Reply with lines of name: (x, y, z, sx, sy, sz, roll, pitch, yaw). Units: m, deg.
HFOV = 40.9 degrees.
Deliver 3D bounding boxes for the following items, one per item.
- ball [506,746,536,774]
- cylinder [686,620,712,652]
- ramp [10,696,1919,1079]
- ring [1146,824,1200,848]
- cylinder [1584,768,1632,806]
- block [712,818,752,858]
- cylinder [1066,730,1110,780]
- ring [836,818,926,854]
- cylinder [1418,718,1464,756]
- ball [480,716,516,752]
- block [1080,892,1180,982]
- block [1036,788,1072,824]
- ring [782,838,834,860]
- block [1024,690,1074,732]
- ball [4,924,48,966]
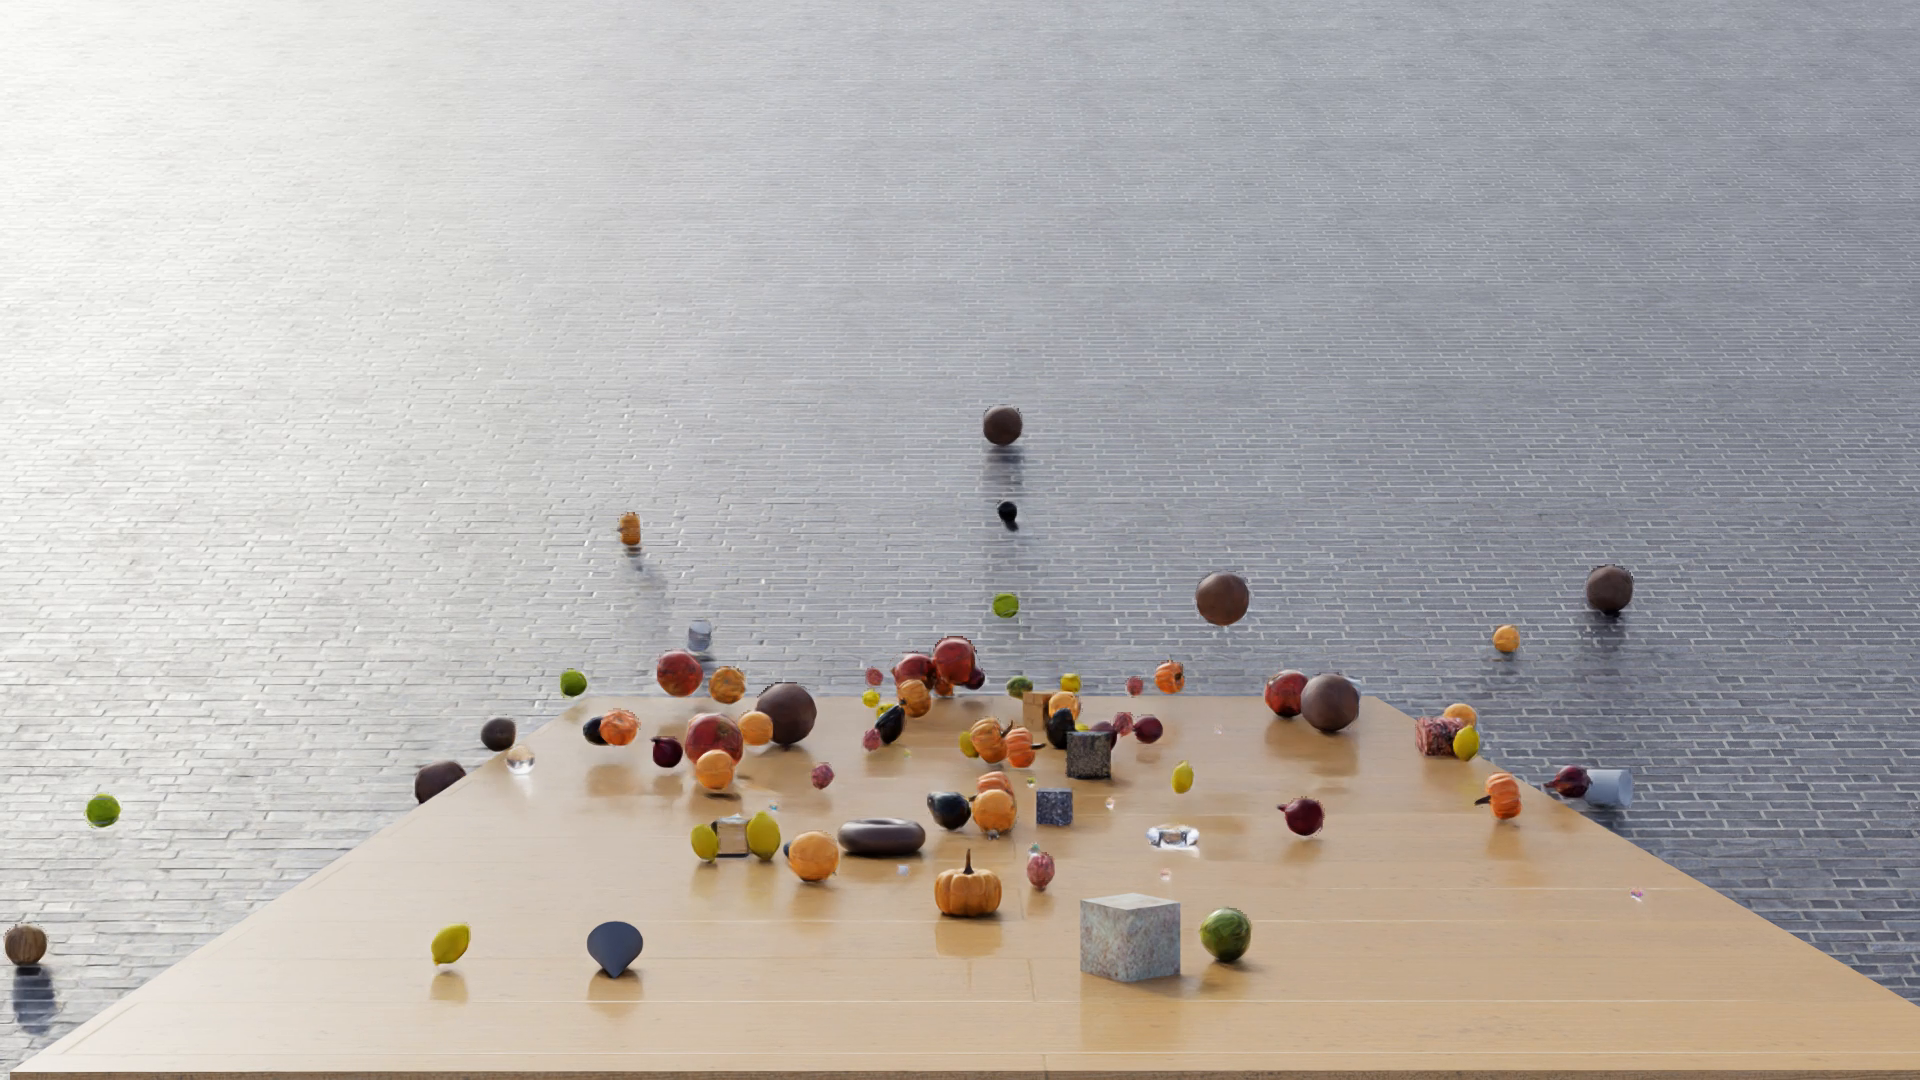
ball: (-0.842, 0.422, 4.937, 0.056, 0.056, 0.056, 0, 25, 0)
cylinder: (-0.705, 0.260, 6.971, 0.060, 0.060, 0.060, 10, 32, -6)
ramp: (0.057, 0.512, 4.553, 2.000, 0.100, 4.000, 0, 2, 0)
ring: (0.334, 0.464, 4.042, 0.083, 0.028, 0.083, 0, 3, 0)
cylinder: (1.561, 0.595, 6.205, 0.087, 0.087, 0.087, -3, 18, 38)
block: (-0.349, 0.455, 3.940, 0.052, 0.052, 0.052, 0, 2, 7)
cylinder: (0.244, 0.409, 4.906, 0.083, 0.083, 0.083, 0, 2, 0)
ring: (-0.122, 0.457, 3.983, 0.137, 0.046, 0.137, 1, 1, 0)
cylinder: (0.976, 0.400, 5.231, 0.077, 0.077, 0.077, 0, 25, -5)
ball: (-0.971, 0.407, 5.420, 0.075, 0.075, 0.075, 0, 25, 0)
block: (0.201, 0.468, 3.041, 0.084, 0.084, 0.084, -1, 2, -37)
block: (0.157, 0.443, 4.291, 0.054, 0.054, 0.054, 0, 2, 9)
ring: (-0.231, 0.469, 3.923, 0.077, 0.026, 0.077, 0, 3, 0)
block: (0.198, 0.382, 5.766, 0.082, 0.082, 0.082, -1, 2, -30)
ball: (-2.035, 0.882, 5.613, 0.090, 0.090, 0.090, 0, 25, 0)
